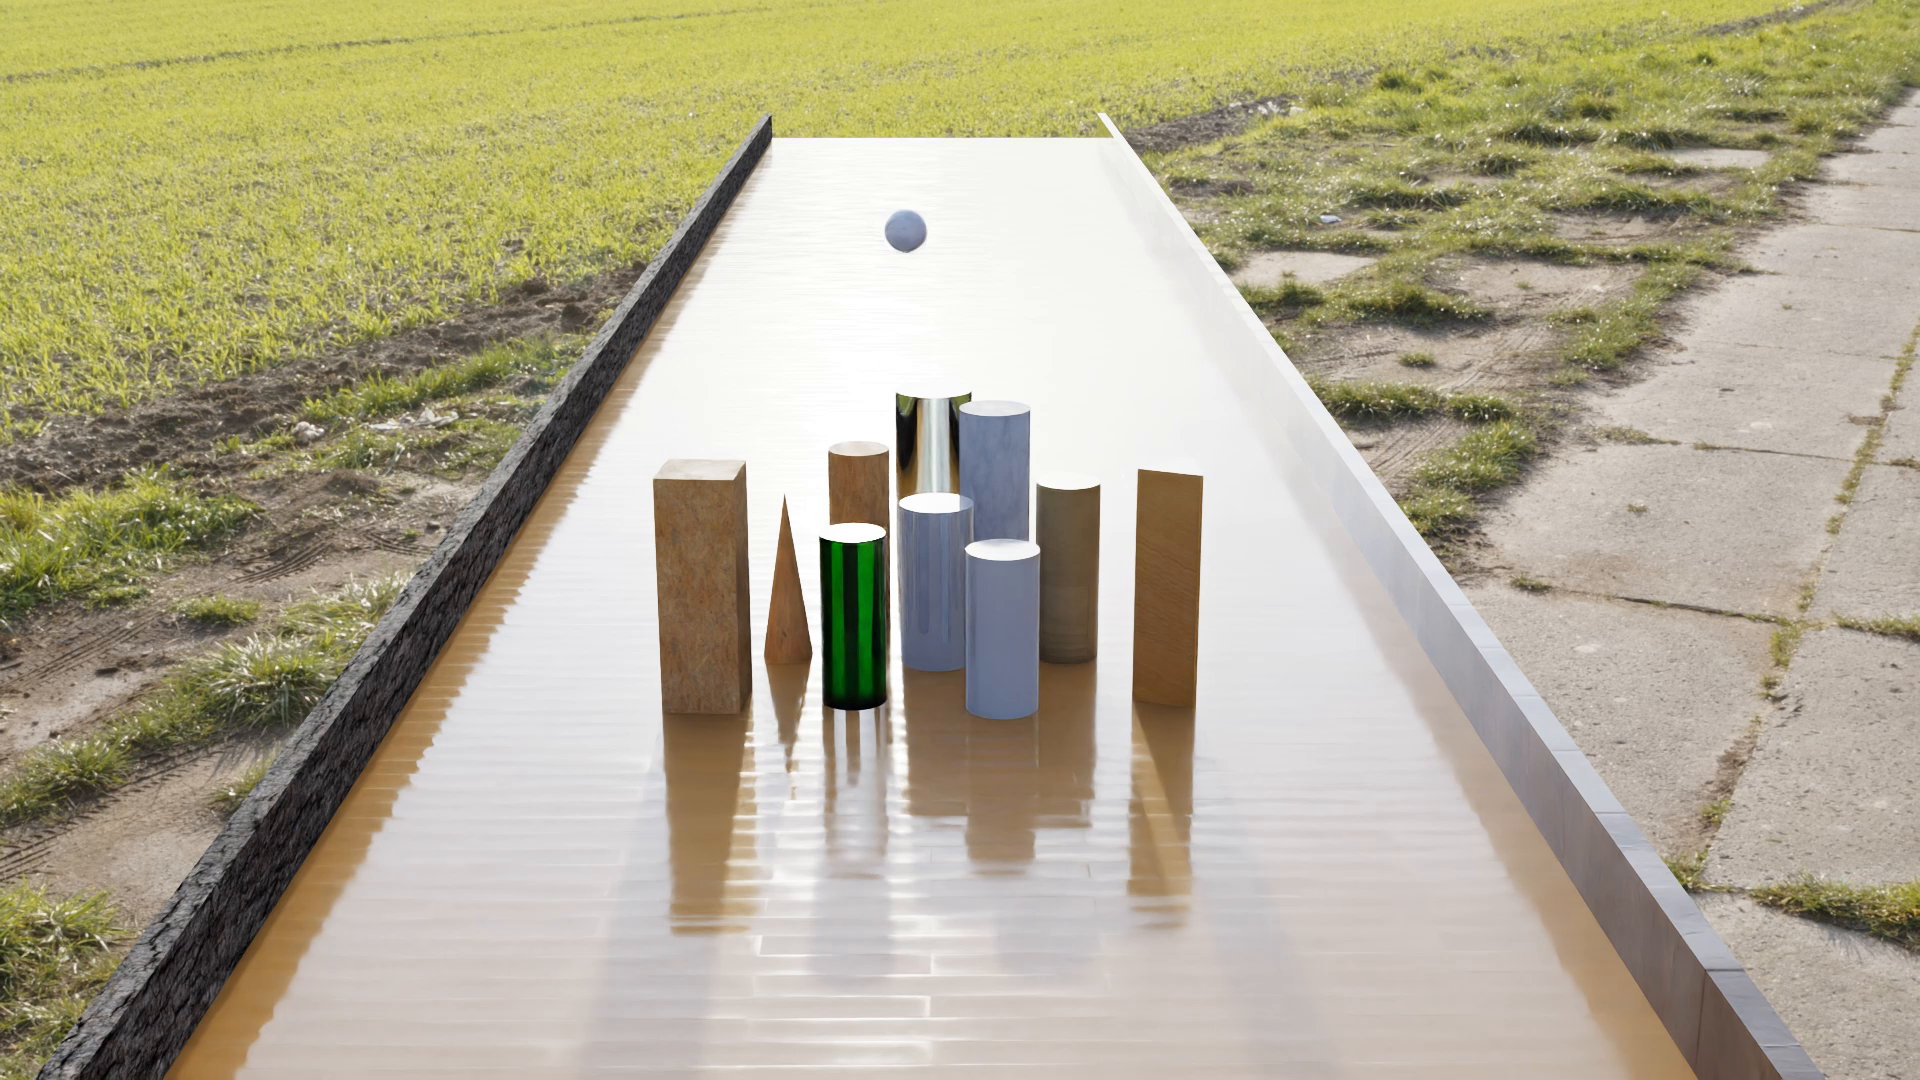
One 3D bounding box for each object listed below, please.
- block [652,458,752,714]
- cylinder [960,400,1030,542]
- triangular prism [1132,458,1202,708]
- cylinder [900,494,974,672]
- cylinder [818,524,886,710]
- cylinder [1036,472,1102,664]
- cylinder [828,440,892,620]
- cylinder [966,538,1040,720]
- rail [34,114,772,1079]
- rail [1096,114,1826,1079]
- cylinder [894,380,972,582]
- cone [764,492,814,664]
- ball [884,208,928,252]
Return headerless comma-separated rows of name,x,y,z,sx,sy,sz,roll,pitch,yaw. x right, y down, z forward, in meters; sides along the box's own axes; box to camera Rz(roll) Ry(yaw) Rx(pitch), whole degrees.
block,-0.481,0.087,4.137,0.148,0.455,0.148,1,17,4
cylinder,0.072,-0.058,4.628,0.148,0.452,0.148,0,17,0
triangular prism,0.409,0.078,4.165,0.127,0.456,0.110,8,18,24
cylinder,-0.046,0.083,4.375,0.146,0.326,0.146,0,17,0
cylinder,-0.202,0.145,4.157,0.124,0.332,0.124,0,17,0
cylinder,0.215,0.057,4.400,0.129,0.363,0.129,0,17,0
cylinder,-0.211,-0.016,4.638,0.129,0.366,0.129,0,17,0
cylinder,0.080,0.166,4.123,0.139,0.311,0.139,0,17,0
rail,-1.118,-0.838,7.780,0.050,0.150,12.000,0,17,-1
rail,0.932,-0.844,7.801,0.050,0.150,12.000,0,17,-1
cylinder,-0.058,-0.123,4.883,0.170,0.432,0.170,0,17,0
cone,-0.347,0.066,4.398,0.101,0.346,0.101,0,17,0
ball,-0.228,-1.308,9.299,0.186,0.186,0.186,0,17,0
